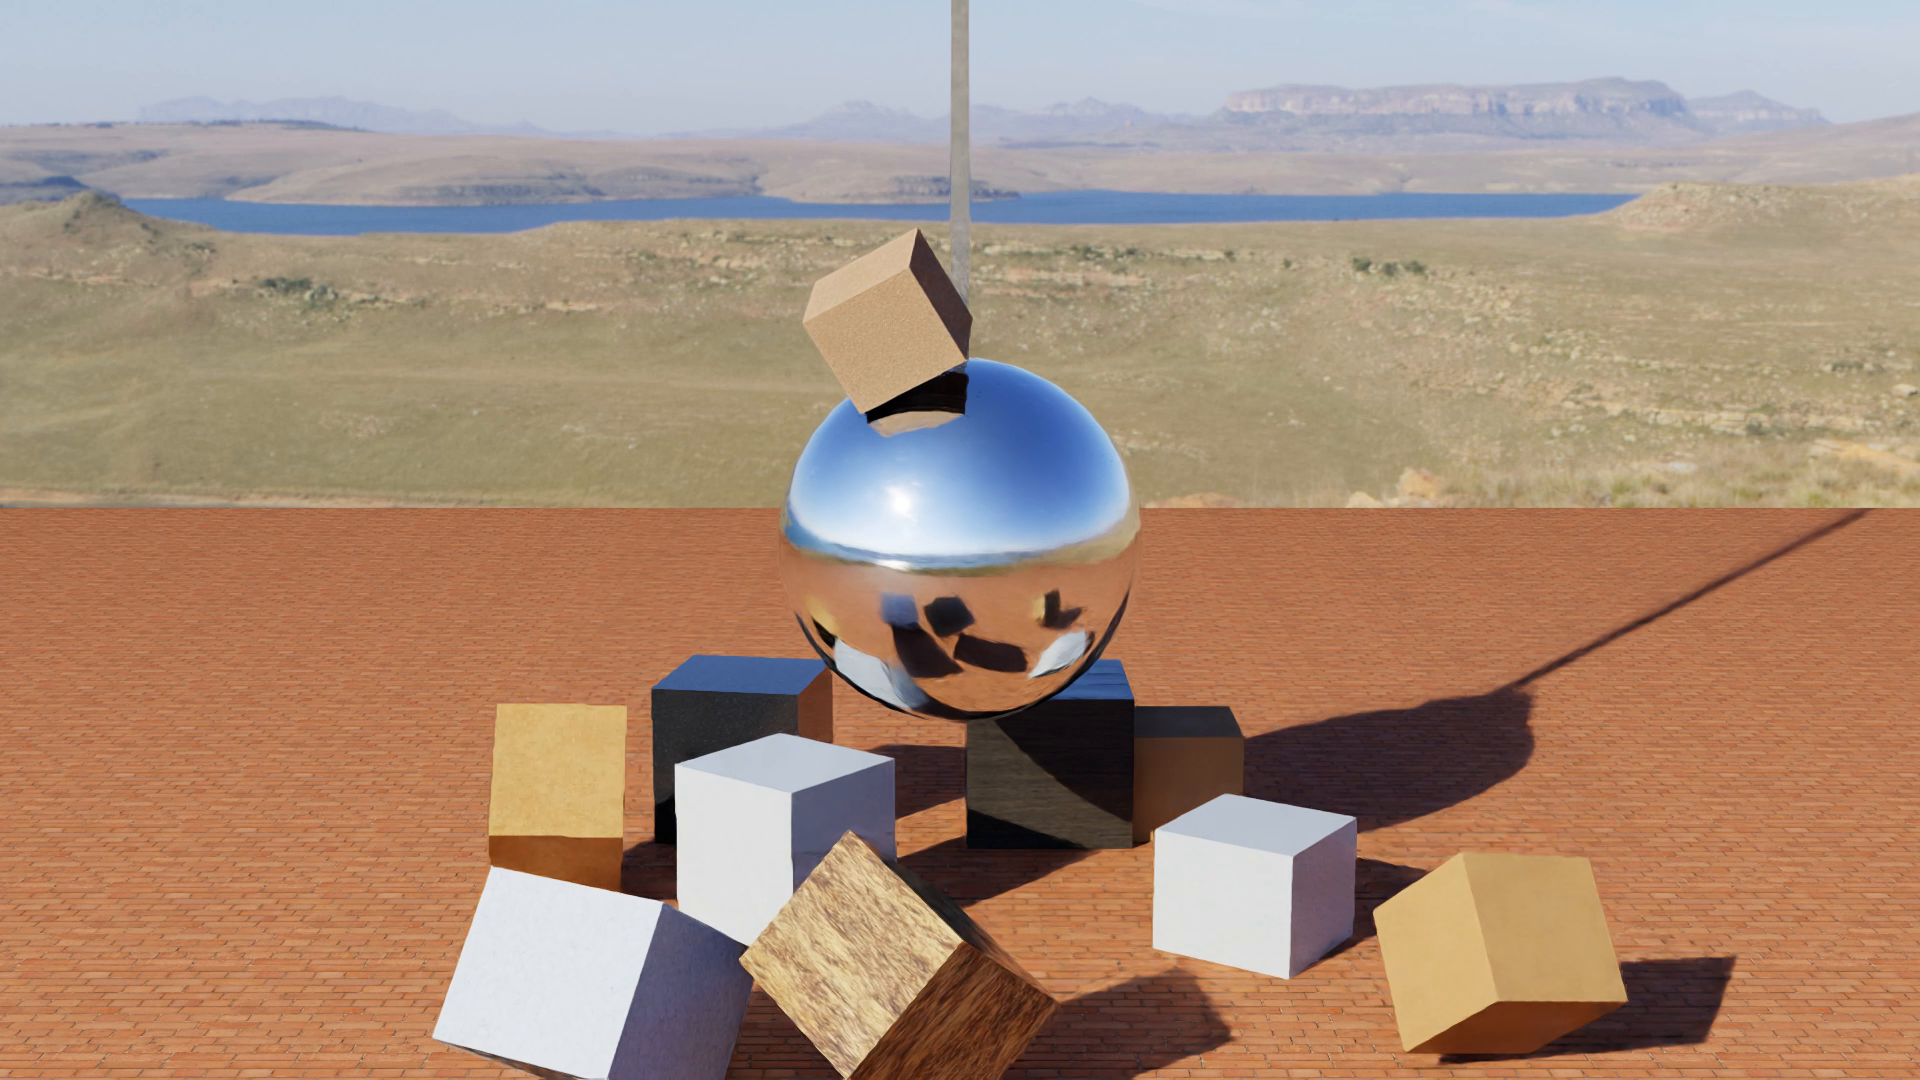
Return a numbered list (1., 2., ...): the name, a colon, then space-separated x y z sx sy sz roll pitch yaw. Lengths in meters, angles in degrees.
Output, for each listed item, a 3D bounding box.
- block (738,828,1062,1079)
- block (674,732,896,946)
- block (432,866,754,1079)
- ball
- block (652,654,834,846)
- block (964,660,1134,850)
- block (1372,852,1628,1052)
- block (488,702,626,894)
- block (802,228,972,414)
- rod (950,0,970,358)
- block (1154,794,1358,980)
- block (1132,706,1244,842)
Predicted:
1. block: -0.207 1.568 7.784 0.675 0.600 0.737 38 -4 41
2. block: -0.769 1.373 9.759 0.695 0.807 0.676 8 13 38
3. block: -1.295 1.642 7.943 0.763 0.631 0.713 6 -21 28
4. ball: 0.000 0.000 9.643 1.600 1.600 1.600 0 10 0
5. block: -1.107 1.084 11.343 0.753 0.808 0.748 2 10 10
6. block: 0.445 1.095 11.382 0.830 0.774 0.851 0 10 -1
7. block: 2.018 1.561 8.271 0.585 0.562 0.602 6 -32 -24
8. block: -1.834 1.200 10.077 0.580 0.659 0.658 2 -33 -8
9. block: -0.295 -0.918 9.198 0.508 0.464 0.478 -26 23 16
10. rod: 0.000 -3.390 9.898 0.080 5.200 0.080 0 -4 0
11. block: 1.306 1.514 9.717 0.658 0.544 0.655 7 12 33
12. block: 1.146 1.205 11.410 0.566 0.547 0.620 0 10 0
